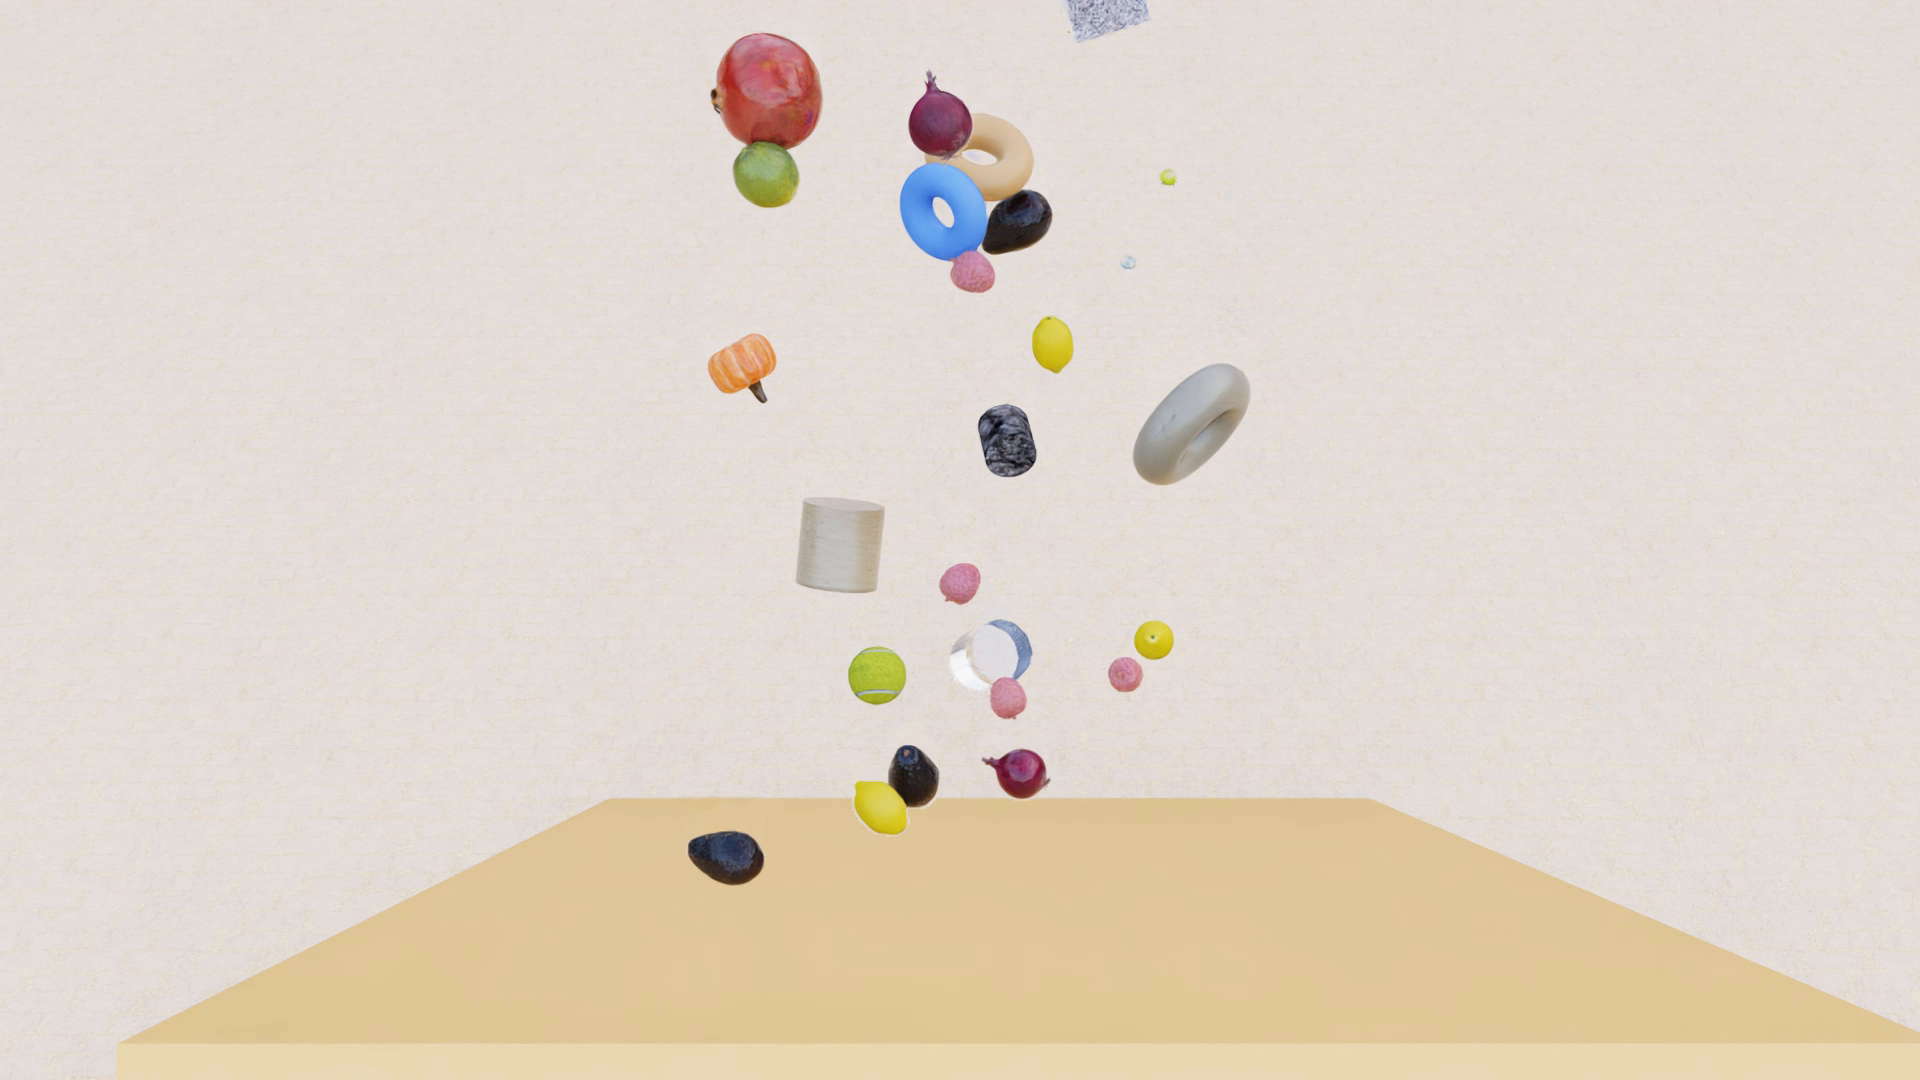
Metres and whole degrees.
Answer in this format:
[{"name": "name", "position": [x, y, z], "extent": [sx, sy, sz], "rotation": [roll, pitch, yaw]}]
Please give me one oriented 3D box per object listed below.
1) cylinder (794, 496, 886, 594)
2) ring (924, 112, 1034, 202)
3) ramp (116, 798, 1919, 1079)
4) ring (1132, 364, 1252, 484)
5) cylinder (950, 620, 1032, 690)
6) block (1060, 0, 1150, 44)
[{"name": "cylinder", "position": [-0.135, 0.005, 2.921], "extent": [0.093, 0.093, 0.093], "rotation": [6, 8, -1]}, {"name": "ring", "position": [0.020, -0.405, 2.746], "extent": [0.117, 0.039, 0.117], "rotation": [5, 52, -7]}, {"name": "ramp", "position": [0.077, 0.665, 4.838], "extent": [2.000, 0.100, 4.000], "rotation": [0, -2, 0]}, {"name": "ring", "position": [0.222, -0.111, 2.486], "extent": [0.140, 0.140, 0.047], "rotation": [-30, 68, -36]}, {"name": "cylinder", "position": [0.037, 0.139, 3.129], "extent": [0.076, 0.076, 0.076], "rotation": [-17, -4, -22]}, {"name": "block", "position": [0.134, -0.547, 2.534], "extent": [0.076, 0.076, 0.076], "rotation": [-17, 59, 2]}]
